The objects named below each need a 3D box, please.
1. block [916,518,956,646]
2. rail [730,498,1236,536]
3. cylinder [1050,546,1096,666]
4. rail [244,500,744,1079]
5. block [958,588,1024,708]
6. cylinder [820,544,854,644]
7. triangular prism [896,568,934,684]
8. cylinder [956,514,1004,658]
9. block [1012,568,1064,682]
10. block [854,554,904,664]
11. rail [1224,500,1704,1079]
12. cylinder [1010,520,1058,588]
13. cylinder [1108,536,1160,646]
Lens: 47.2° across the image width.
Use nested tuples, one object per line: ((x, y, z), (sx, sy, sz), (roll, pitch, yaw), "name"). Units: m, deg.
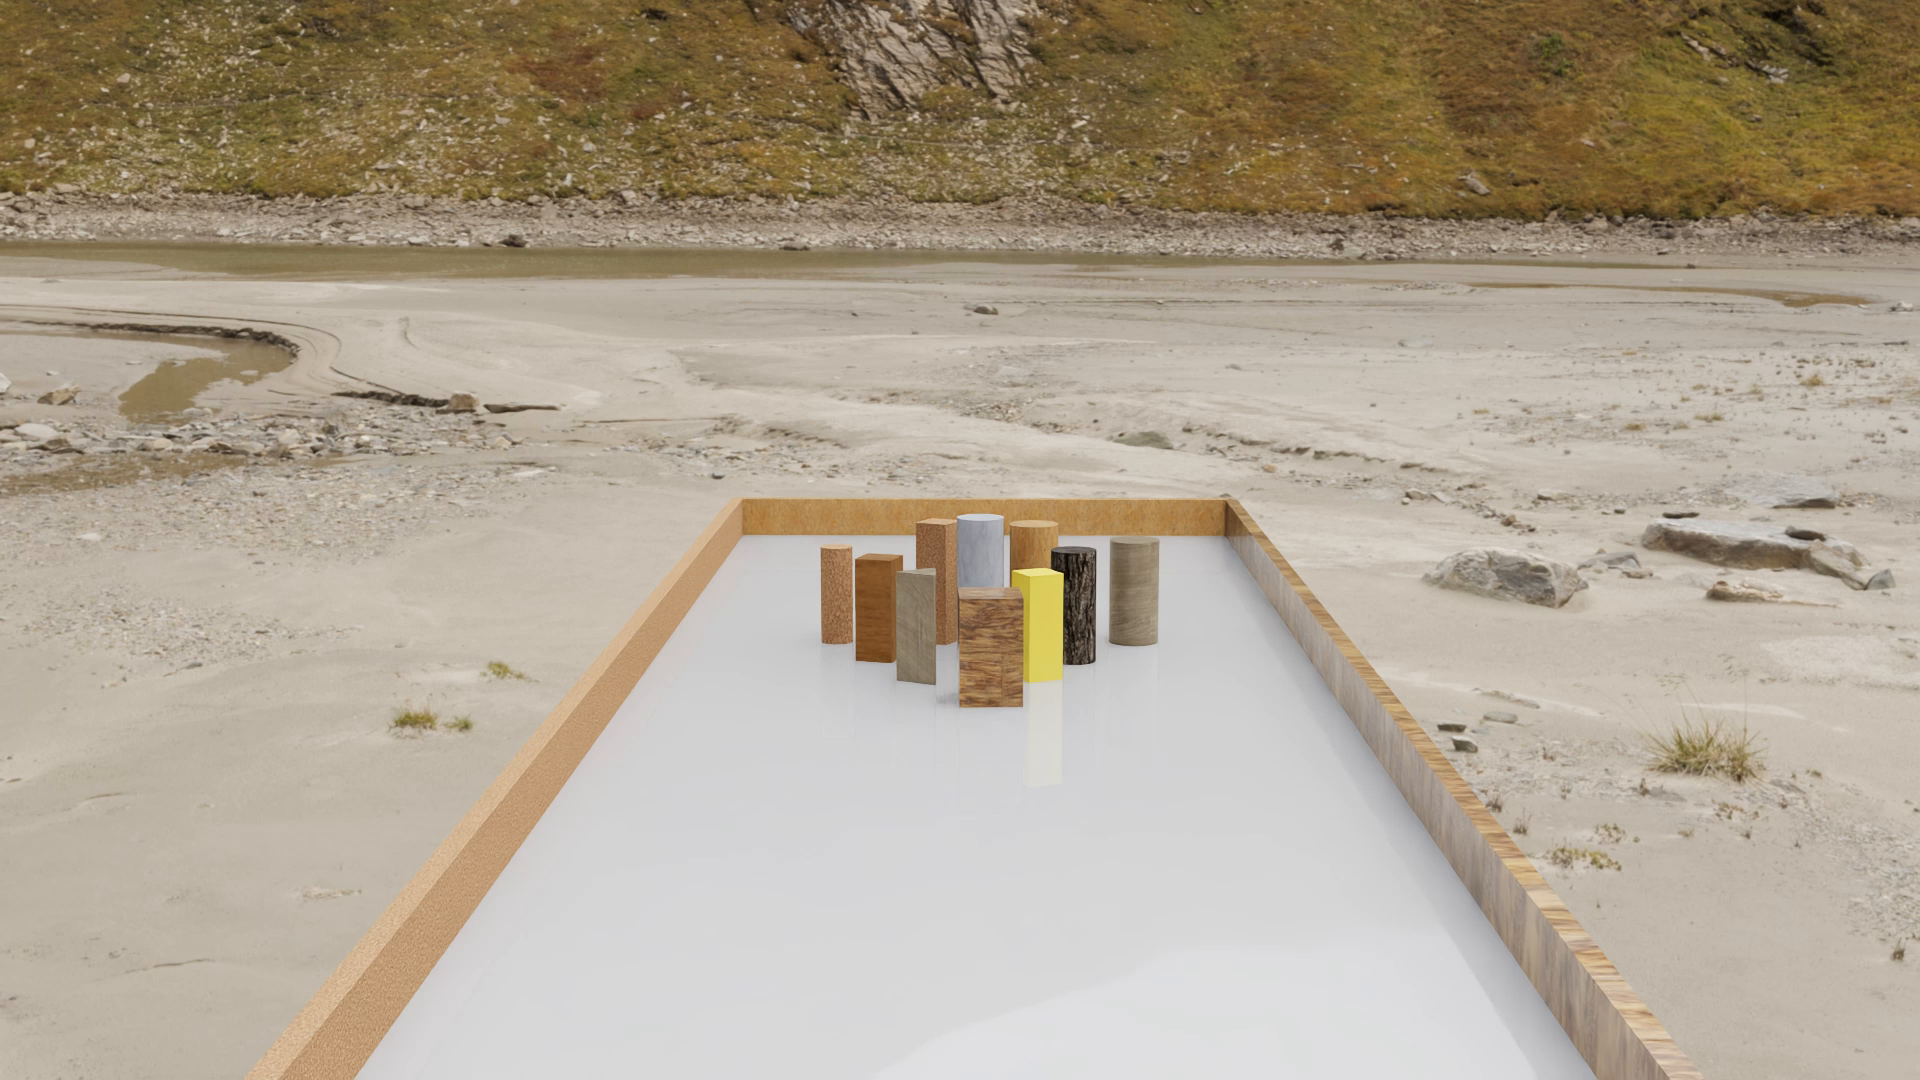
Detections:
((-0.066, 0.131, 6.962), (0.107, 0.383, 0.107), (5, 10, 28), "block")
((0.099, -0.098, 9.147), (2.100, 0.150, 0.050), (0, 9, 1), "rail")
((0.344, 0.198, 6.670), (0.138, 0.341, 0.138), (0, 9, 0), "cylinder")
((-1.004, 0.839, 3.234), (0.050, 0.150, 12.000), (0, 9, 1), "rail")
((0.084, 0.298, 6.150), (0.176, 0.305, 0.176), (0, 9, -2), "block")
((-0.390, 0.171, 6.958), (0.101, 0.305, 0.101), (0, 9, 0), "cylinder")
((-0.102, 0.248, 6.417), (0.130, 0.322, 0.112), (5, 10, 29), "triangular prism")
((0.062, 0.145, 6.702), (0.143, 0.435, 0.143), (0, 9, 0), "cylinder")
((0.226, 0.249, 6.437), (0.110, 0.314, 0.110), (-4, 10, -26), "block")
((-0.246, 0.207, 6.702), (0.115, 0.314, 0.115), (3, 9, 17), "block")
((1.046, 0.843, 3.208), (0.050, 0.150, 12.000), (0, 9, 1), "rail")
((0.232, 0.139, 6.906), (0.153, 0.384, 0.153), (0, 9, 0), "cylinder")
((0.550, 0.160, 6.955), (0.157, 0.326, 0.157), (0, 9, 0), "cylinder")
